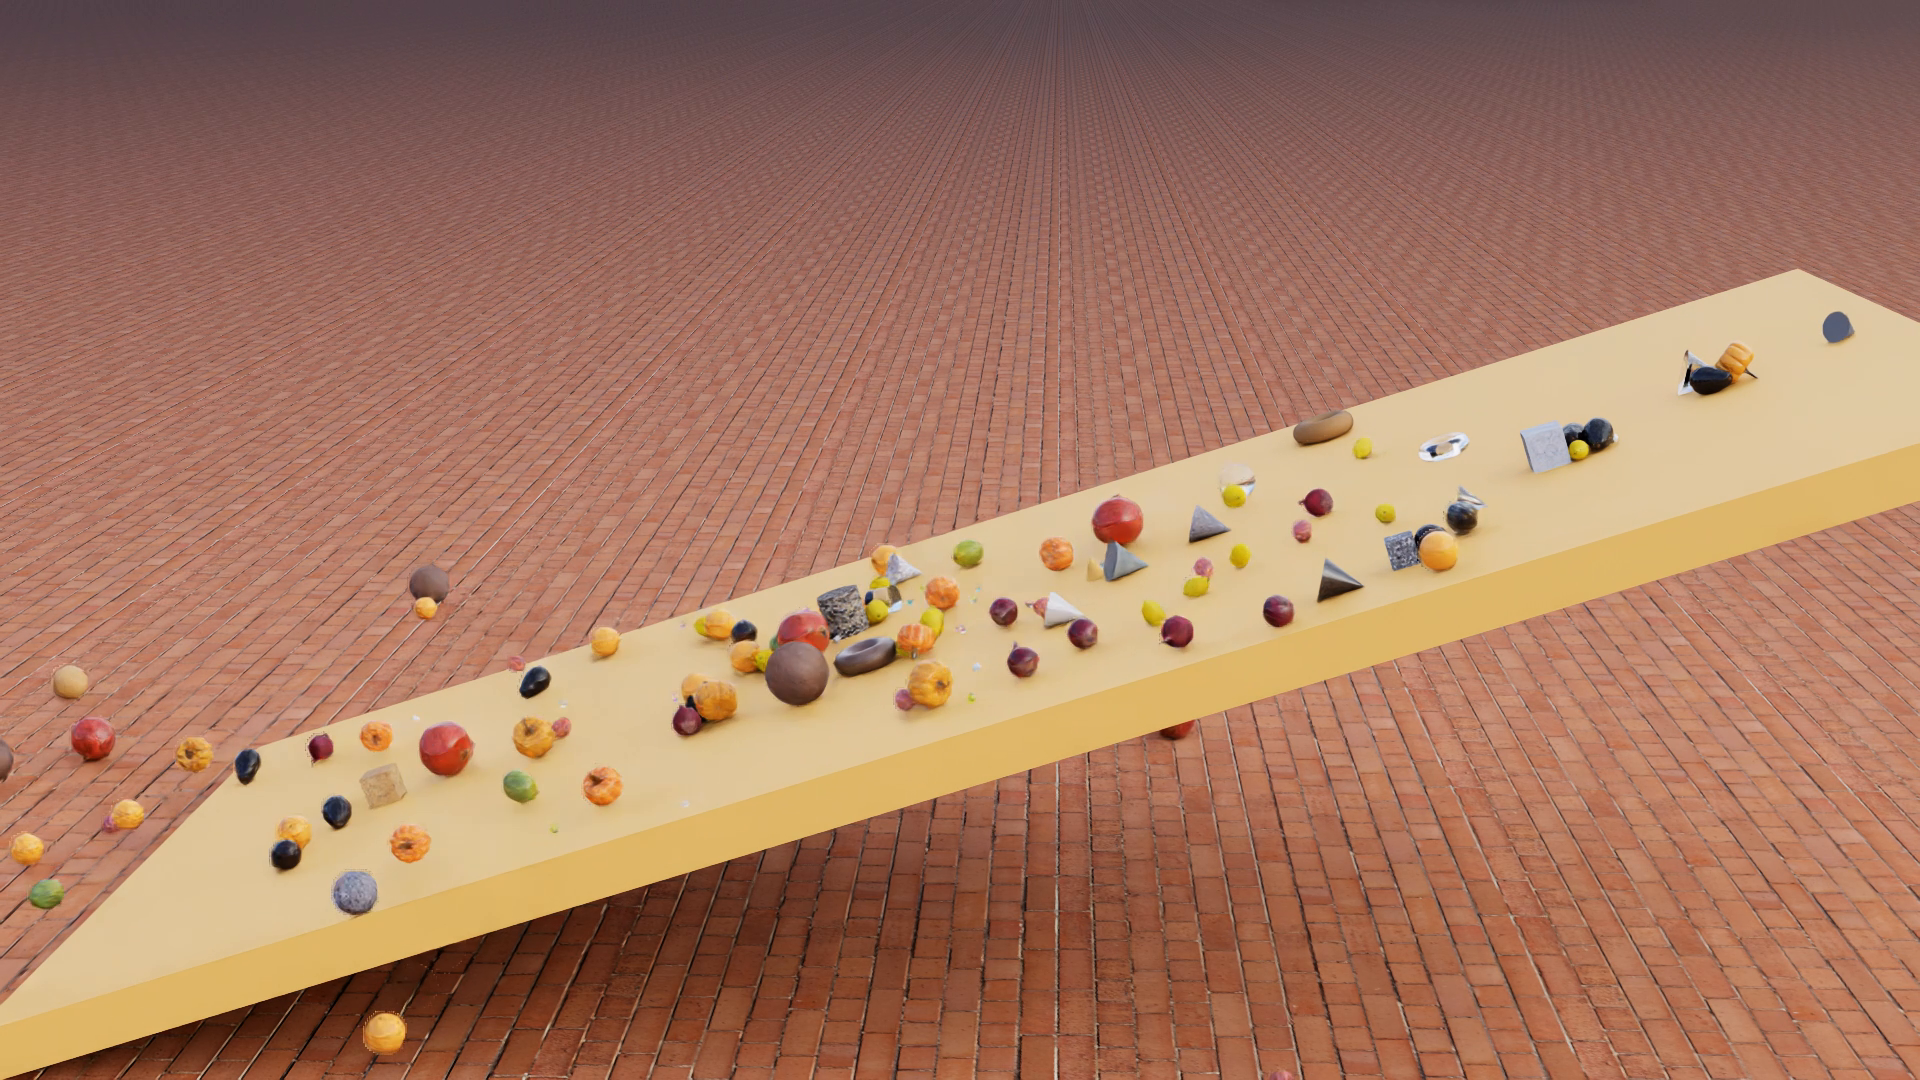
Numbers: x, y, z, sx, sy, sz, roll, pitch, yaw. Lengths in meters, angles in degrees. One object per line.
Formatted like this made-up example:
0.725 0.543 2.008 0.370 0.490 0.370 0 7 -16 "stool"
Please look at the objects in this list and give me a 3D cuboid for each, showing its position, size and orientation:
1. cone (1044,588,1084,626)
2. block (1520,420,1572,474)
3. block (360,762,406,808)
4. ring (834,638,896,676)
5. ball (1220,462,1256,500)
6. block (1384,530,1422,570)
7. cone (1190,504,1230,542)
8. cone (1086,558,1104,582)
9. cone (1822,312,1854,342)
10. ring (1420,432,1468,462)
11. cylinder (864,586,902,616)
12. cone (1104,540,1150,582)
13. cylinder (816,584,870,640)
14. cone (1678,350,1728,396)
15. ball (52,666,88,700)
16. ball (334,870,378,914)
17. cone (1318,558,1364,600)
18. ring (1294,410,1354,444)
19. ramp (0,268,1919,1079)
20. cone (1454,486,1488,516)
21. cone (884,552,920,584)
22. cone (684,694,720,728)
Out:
0.216 0.147 5.924 0.078 0.078 0.078 18 12 1 "cone"
1.175 -0.187 5.903 0.077 0.077 0.077 -17 10 7 "block"
-1.244 0.529 6.341 0.068 0.068 0.068 -18 10 6 "block"
-0.196 0.241 6.112 0.137 0.046 0.137 -19 11 4 "ring"
0.618 -0.131 6.553 0.081 0.081 0.081 0 12 0 "ball"
0.826 0.020 5.491 0.054 0.054 0.054 -17 11 8 "block"
0.538 -0.028 6.275 0.083 0.083 0.083 12 13 10 "cone"
0.282 0.057 6.237 0.050 0.050 0.050 -18 10 3 "cone"
1.863 -0.443 6.187 0.067 0.067 0.067 8 4 -39 "cone"
1.039 -0.199 6.311 0.111 0.037 0.111 -19 11 4 "ring"
-0.172 0.136 6.574 0.060 0.060 0.060 -12 4 31 "cylinder"
0.358 0.049 6.180 0.087 0.087 0.087 7 10 -14 "cone"
-0.258 0.160 6.501 0.094 0.094 0.094 -18 10 3 "cylinder"
1.558 -0.341 6.141 0.097 0.097 0.097 10 13 5 "cone"
-2.513 0.403 8.307 0.096 0.096 0.096 0 12 0 "ball"
-1.120 0.653 5.452 0.081 0.081 0.081 0 12 0 "ball"
0.708 0.079 5.435 0.081 0.081 0.081 11 13 8 "cone"
0.856 -0.266 6.934 0.146 0.049 0.146 -18 9 3 "ring"
0.101 0.183 6.310 4.000 0.100 2.000 -17 10 5 "ramp"
1.000 -0.072 5.740 0.062 0.062 0.062 10 13 5 "cone"
-0.122 0.074 6.880 0.078 0.078 0.078 18 1 -32 "cone"
-0.530 0.361 6.096 0.071 0.071 0.071 10 13 7 "cone"
